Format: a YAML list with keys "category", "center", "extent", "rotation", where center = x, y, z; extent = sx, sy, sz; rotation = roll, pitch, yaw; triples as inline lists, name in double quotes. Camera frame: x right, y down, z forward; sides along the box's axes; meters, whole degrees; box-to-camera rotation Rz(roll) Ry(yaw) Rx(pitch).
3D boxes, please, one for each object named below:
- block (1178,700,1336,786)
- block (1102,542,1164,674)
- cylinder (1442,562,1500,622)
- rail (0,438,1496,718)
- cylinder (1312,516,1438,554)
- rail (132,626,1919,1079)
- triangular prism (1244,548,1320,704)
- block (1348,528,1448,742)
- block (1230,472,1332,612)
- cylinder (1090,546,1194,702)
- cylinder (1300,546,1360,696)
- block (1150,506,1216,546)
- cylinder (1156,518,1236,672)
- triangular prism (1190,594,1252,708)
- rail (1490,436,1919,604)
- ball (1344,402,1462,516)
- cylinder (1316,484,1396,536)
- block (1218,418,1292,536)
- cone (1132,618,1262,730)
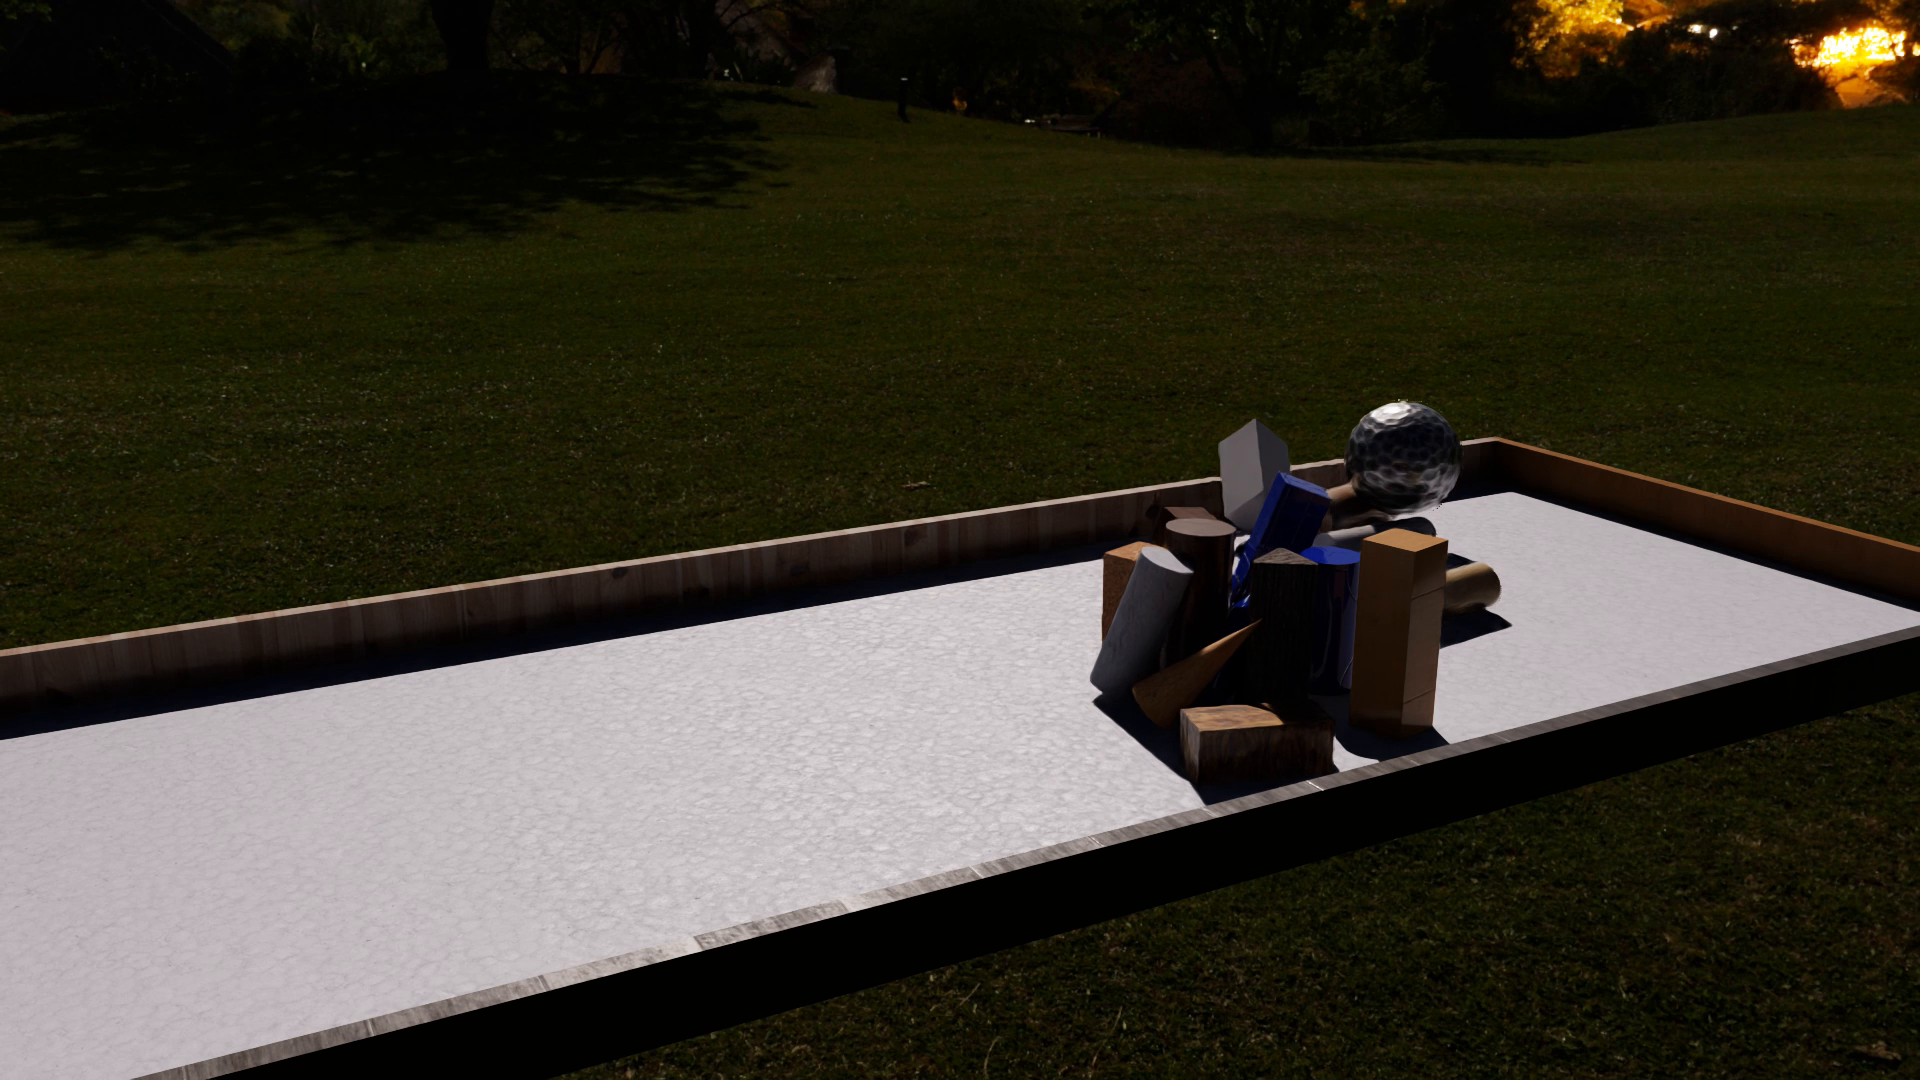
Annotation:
- category: "block"
  center: [0.649, 0.443, 3.620]
  extent: [0.306, 0.128, 0.128]
  rotation: [-3, 17, -10]
- category: "block"
  center: [0.465, 0.178, 4.207]
  extent: [0.146, 0.305, 0.146]
  rotation: [15, 22, 42]
- category: "cylinder"
  center: [1.347, 0.155, 4.591]
  extent: [0.326, 0.133, 0.133]
  rotation: [-12, 20, -34]
- category: "rail"
  center: [-3.305, 0.497, 3.399]
  extent: [12.000, 0.150, 0.050]
  rotation: [-9, 18, -27]
- category: "cylinder"
  center: [1.276, 0.015, 5.075]
  extent: [0.391, 0.128, 0.128]
  rotation: [-9, 19, -27]
- category: "rail"
  center: [-2.336, 1.006, 1.665]
  extent: [12.000, 0.150, 0.050]
  rotation: [-9, 18, -27]
- category: "triangular prism"
  center: [0.743, 0.227, 3.864]
  extent: [0.147, 0.402, 0.128]
  rotation: [3, 16, 5]
- category: "block"
  center: [1.011, 0.217, 3.808]
  extent: [0.139, 0.455, 0.139]
  rotation: [-15, 22, -41]
- category: "block"
  center: [0.813, 0.061, 4.321]
  extent: [0.126, 0.450, 0.126]
  rotation: [20, 16, -4]
- category: "cylinder"
  center: [0.439, 0.203, 3.989]
  extent: [0.135, 0.356, 0.135]
  rotation: [18, 20, -7]
- category: "cylinder"
  center: [0.907, 0.200, 4.075]
  extent: [0.150, 0.338, 0.150]
  rotation: [0, 16, 0]
- category: "block"
  center: [0.594, 0.079, 4.464]
  extent: [0.137, 0.308, 0.137]
  rotation: [1, 28, -30]
- category: "cylinder"
  center: [0.582, 0.161, 4.087]
  extent: [0.172, 0.400, 0.172]
  rotation: [2, 15, 0]
- category: "triangular prism"
  center: [0.659, 0.260, 3.923]
  extent: [0.145, 0.125, 0.305]
  rotation: [21, 59, 22]
- category: "rail"
  center: [2.466, -0.048, 5.253]
  extent: [0.050, 0.150, 2.100]
  rotation: [-9, 18, -27]
- category: "ball"
  center: [1.409, -0.259, 5.248]
  extent: [0.363, 0.363, 0.363]
  rotation: [0, 16, 0]
- category: "cylinder"
  center: [1.271, -0.100, 5.408]
  extent: [0.396, 0.163, 0.163]
  rotation: [-15, 22, -41]
- category: "block"
  center: [0.966, -0.198, 5.377]
  extent: [0.161, 0.161, 0.345]
  rotation: [34, 38, -27]
- category: "cone"
  center: [0.569, 0.282, 3.795]
  extent: [0.135, 0.345, 0.135]
  rotation: [39, 24, -21]
